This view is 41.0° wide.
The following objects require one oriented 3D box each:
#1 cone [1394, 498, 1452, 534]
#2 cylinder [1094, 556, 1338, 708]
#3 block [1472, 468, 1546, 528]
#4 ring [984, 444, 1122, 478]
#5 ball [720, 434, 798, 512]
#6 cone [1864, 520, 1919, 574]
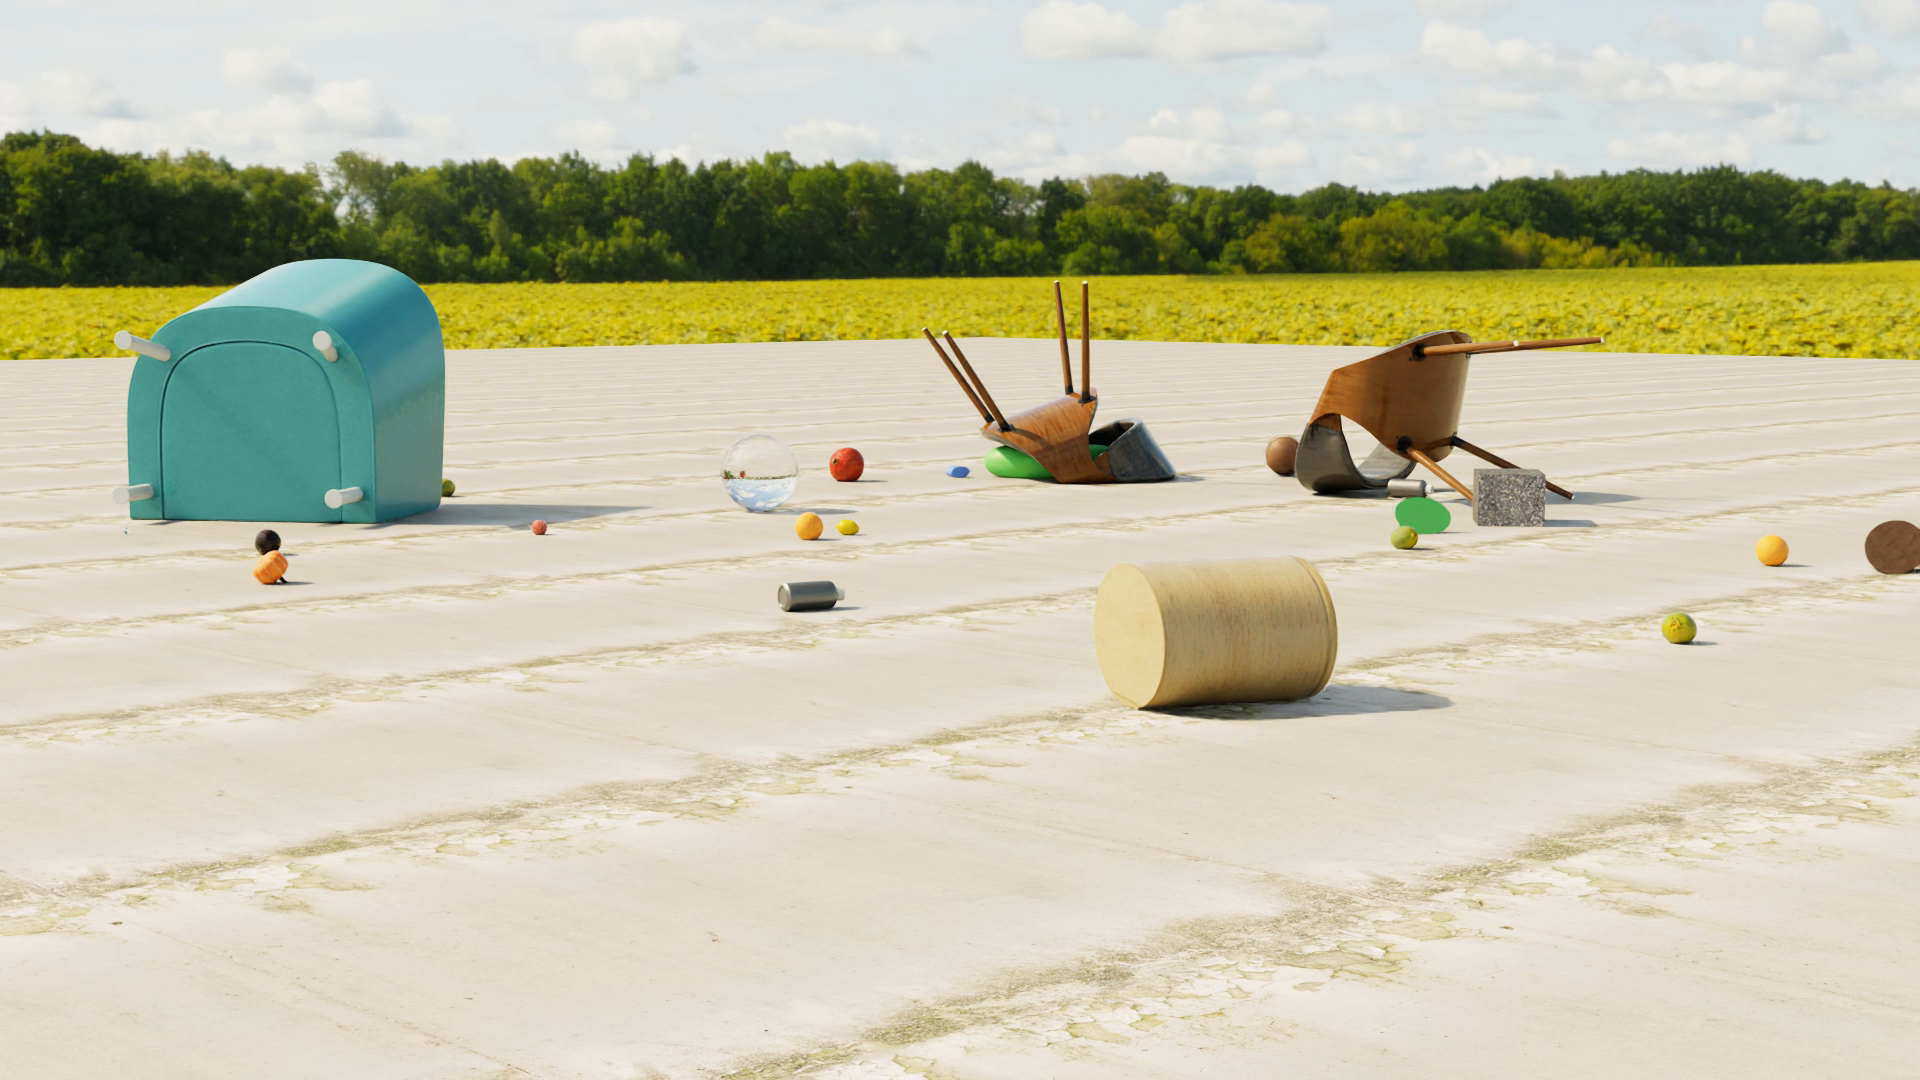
[{"bbox_3d":[1.167,-0.044,6.620,0.162,0.098,0.118,4,-19,-18],"label":"cone"},{"bbox_3d":[0.393,0.141,3.971,0.290,0.221,0.262,-2,10,-20],"label":"cylinder"},{"bbox_3d":[1.464,-0.114,6.849,0.172,0.137,0.210,1,6,7],"label":"block"},{"bbox_3d":[0.304,-0.257,8.406,0.455,0.105,0.208,0,7,10],"label":"ring"},{"bbox_3d":[-0.561,-0.188,7.181,0.217,0.217,0.217,0,6,0],"label":"ball"},{"bbox_3d":[2.075,0.038,5.763,0.147,0.123,0.139,-24,-16,-10],"label":"cone"}]
